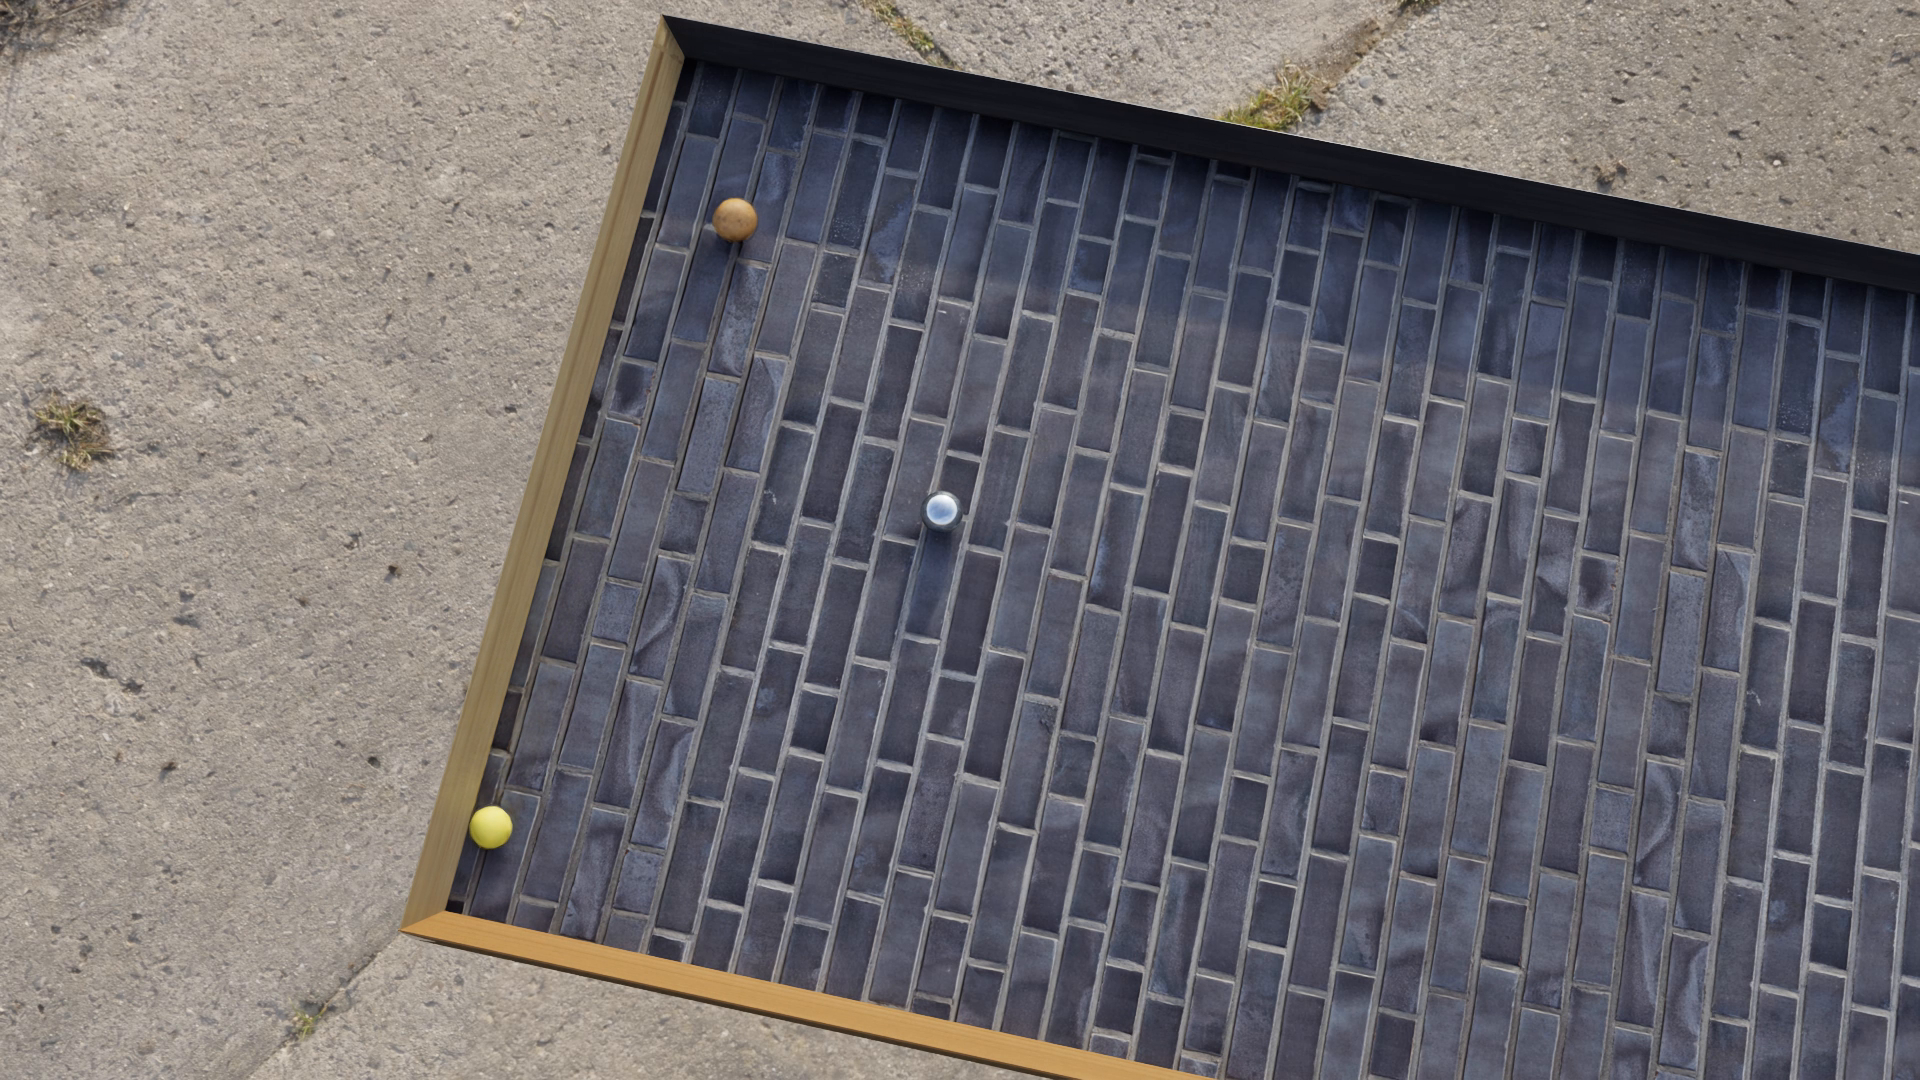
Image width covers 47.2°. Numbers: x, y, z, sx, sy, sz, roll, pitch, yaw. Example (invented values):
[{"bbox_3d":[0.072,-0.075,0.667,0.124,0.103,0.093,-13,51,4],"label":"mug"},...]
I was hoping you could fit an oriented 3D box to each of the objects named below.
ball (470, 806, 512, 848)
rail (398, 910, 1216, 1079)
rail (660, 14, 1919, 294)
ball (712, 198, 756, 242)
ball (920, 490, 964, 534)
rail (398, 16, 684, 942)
[{"bbox_3d":[-0.695,0.426,3.256,0.063,0.063,0.063,0,73,0],"label":"ball"},{"bbox_3d":[0.493,0.817,3.120,2.645,0.091,0.045,12,73,4],"label":"rail"},{"bbox_3d":[0.801,-0.559,3.542,2.645,0.091,0.045,12,73,4],"label":"rail"},{"bbox_3d":[-0.363,-0.514,3.540,0.070,0.070,0.070,0,73,0],"label":"ball"},{"bbox_3d":[-0.028,-0.043,3.398,0.066,0.066,0.066,0,73,0],"label":"ball"},{"bbox_3d":[-0.624,-0.131,3.411,0.045,0.091,1.519,12,73,4],"label":"rail"}]
